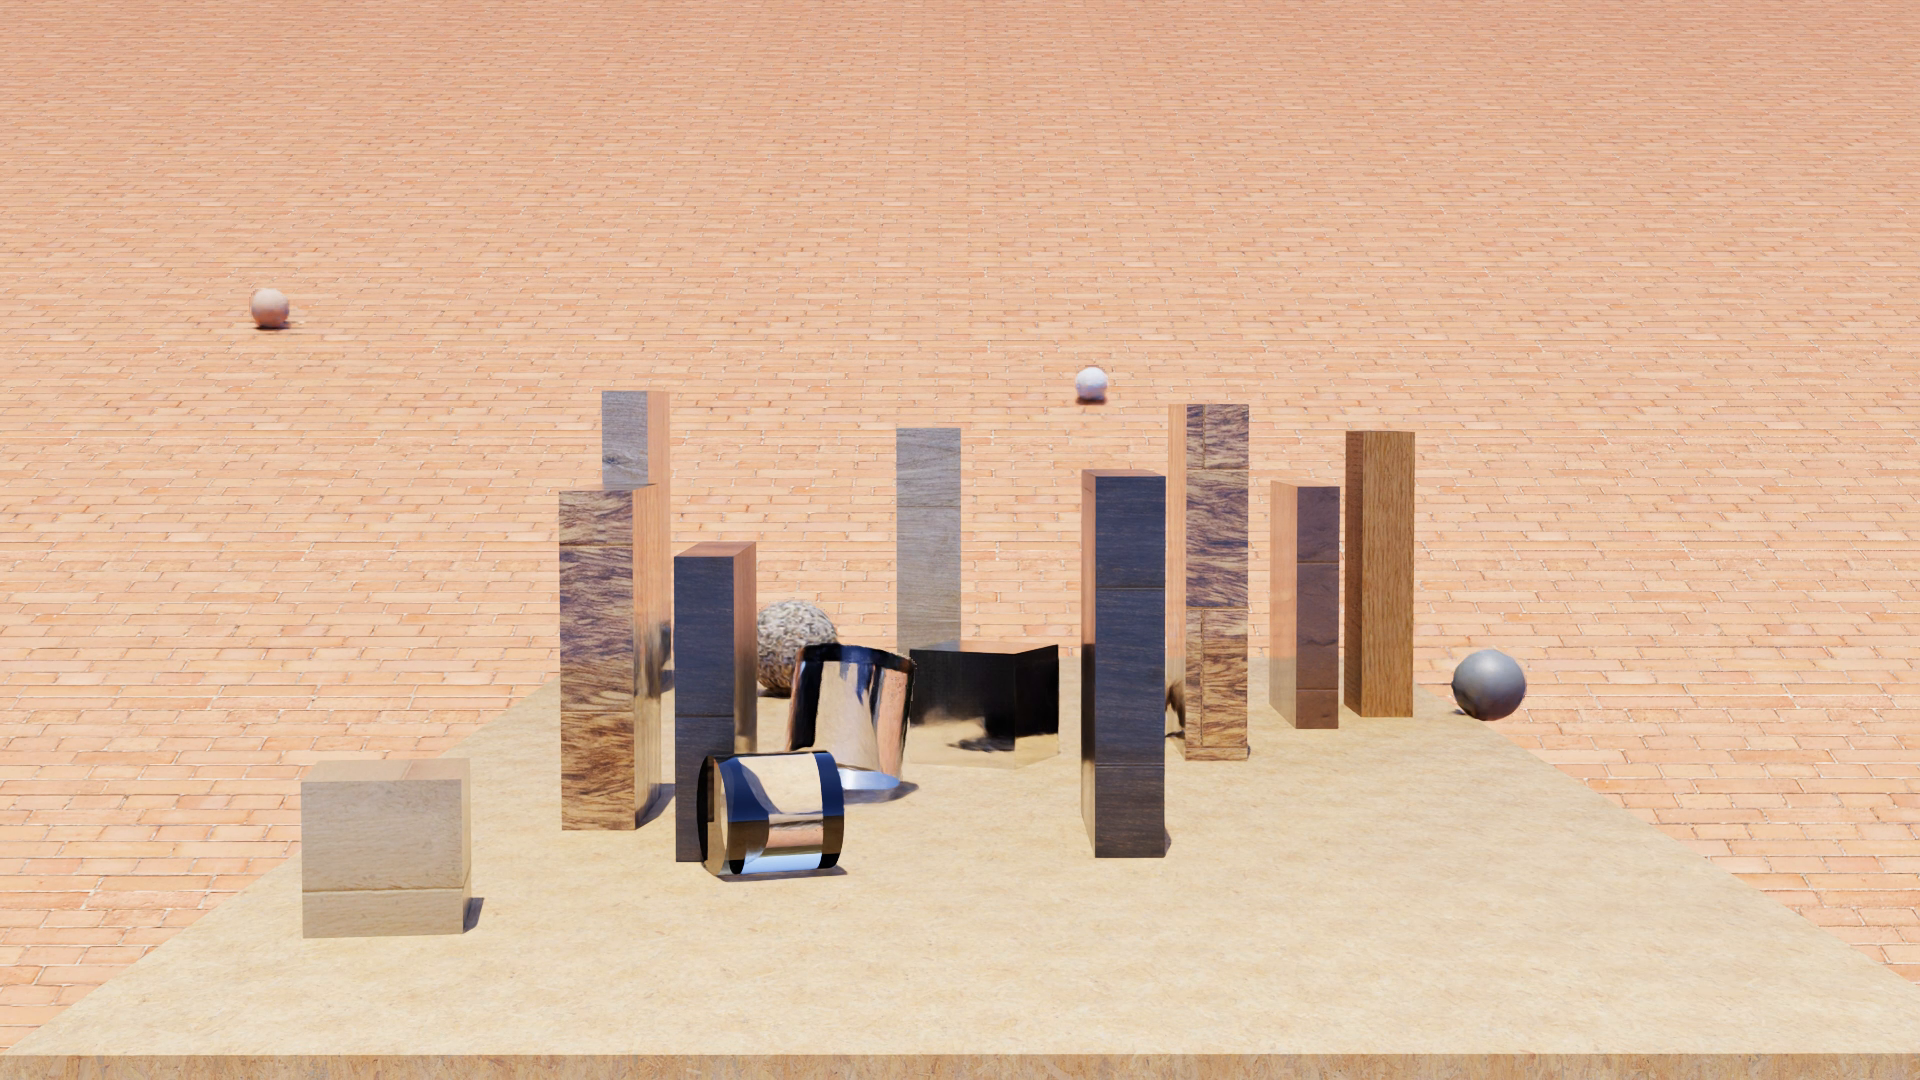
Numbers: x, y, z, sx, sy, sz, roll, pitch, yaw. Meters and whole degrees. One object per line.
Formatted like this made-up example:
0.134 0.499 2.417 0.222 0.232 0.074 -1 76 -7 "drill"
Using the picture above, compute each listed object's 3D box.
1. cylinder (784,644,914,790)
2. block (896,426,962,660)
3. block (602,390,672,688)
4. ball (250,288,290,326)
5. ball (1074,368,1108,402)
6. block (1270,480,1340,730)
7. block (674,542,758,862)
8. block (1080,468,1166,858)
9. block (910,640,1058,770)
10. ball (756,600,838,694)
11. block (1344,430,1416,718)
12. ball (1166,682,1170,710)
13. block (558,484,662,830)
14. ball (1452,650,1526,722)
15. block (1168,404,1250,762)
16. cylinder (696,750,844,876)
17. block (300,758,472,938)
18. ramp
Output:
-0.183 0.292 4.219 0.196 0.196 0.196 6 -17 2 "cylinder"
-0.068 0.040 5.817 0.141 0.589 0.411 0 3 0 "block"
-0.728 0.000 5.807 0.099 0.671 0.440 0 3 0 "block"
-2.558 -0.862 9.534 0.142 0.142 0.142 0 22 0 "ball"
0.447 -0.528 8.724 0.115 0.115 0.115 0 22 0 "ball"
0.704 0.123 5.274 0.084 0.479 0.433 0 3 0 "block"
-0.357 0.226 3.790 0.083 0.429 0.410 0 3 0 "block"
0.239 0.169 3.818 0.099 0.539 0.408 0 3 0 "block"
0.045 0.294 4.638 0.205 0.205 0.205 1 3 24 "block"
-0.372 0.238 5.678 0.209 0.209 0.209 0 22 0 "ball"
0.874 0.065 5.367 0.105 0.584 0.240 0 3 0 "block"
0.324 0.300 4.955 0.159 0.159 0.159 0 22 0 "ball"
-0.545 0.172 4.028 0.110 0.512 0.351 0 3 0 "block"
1.094 0.301 5.320 0.149 0.149 0.149 0 22 0 "ball"
0.459 0.067 4.796 0.111 0.641 0.397 0 3 0 "block"
-0.261 0.373 3.525 0.164 0.164 0.164 -1 21 -20 "cylinder"
-0.707 0.378 3.184 0.189 0.189 0.189 0 3 -8 "block"
0.050 0.452 4.532 2.000 0.100 4.000 0 3 0 "ramp"
